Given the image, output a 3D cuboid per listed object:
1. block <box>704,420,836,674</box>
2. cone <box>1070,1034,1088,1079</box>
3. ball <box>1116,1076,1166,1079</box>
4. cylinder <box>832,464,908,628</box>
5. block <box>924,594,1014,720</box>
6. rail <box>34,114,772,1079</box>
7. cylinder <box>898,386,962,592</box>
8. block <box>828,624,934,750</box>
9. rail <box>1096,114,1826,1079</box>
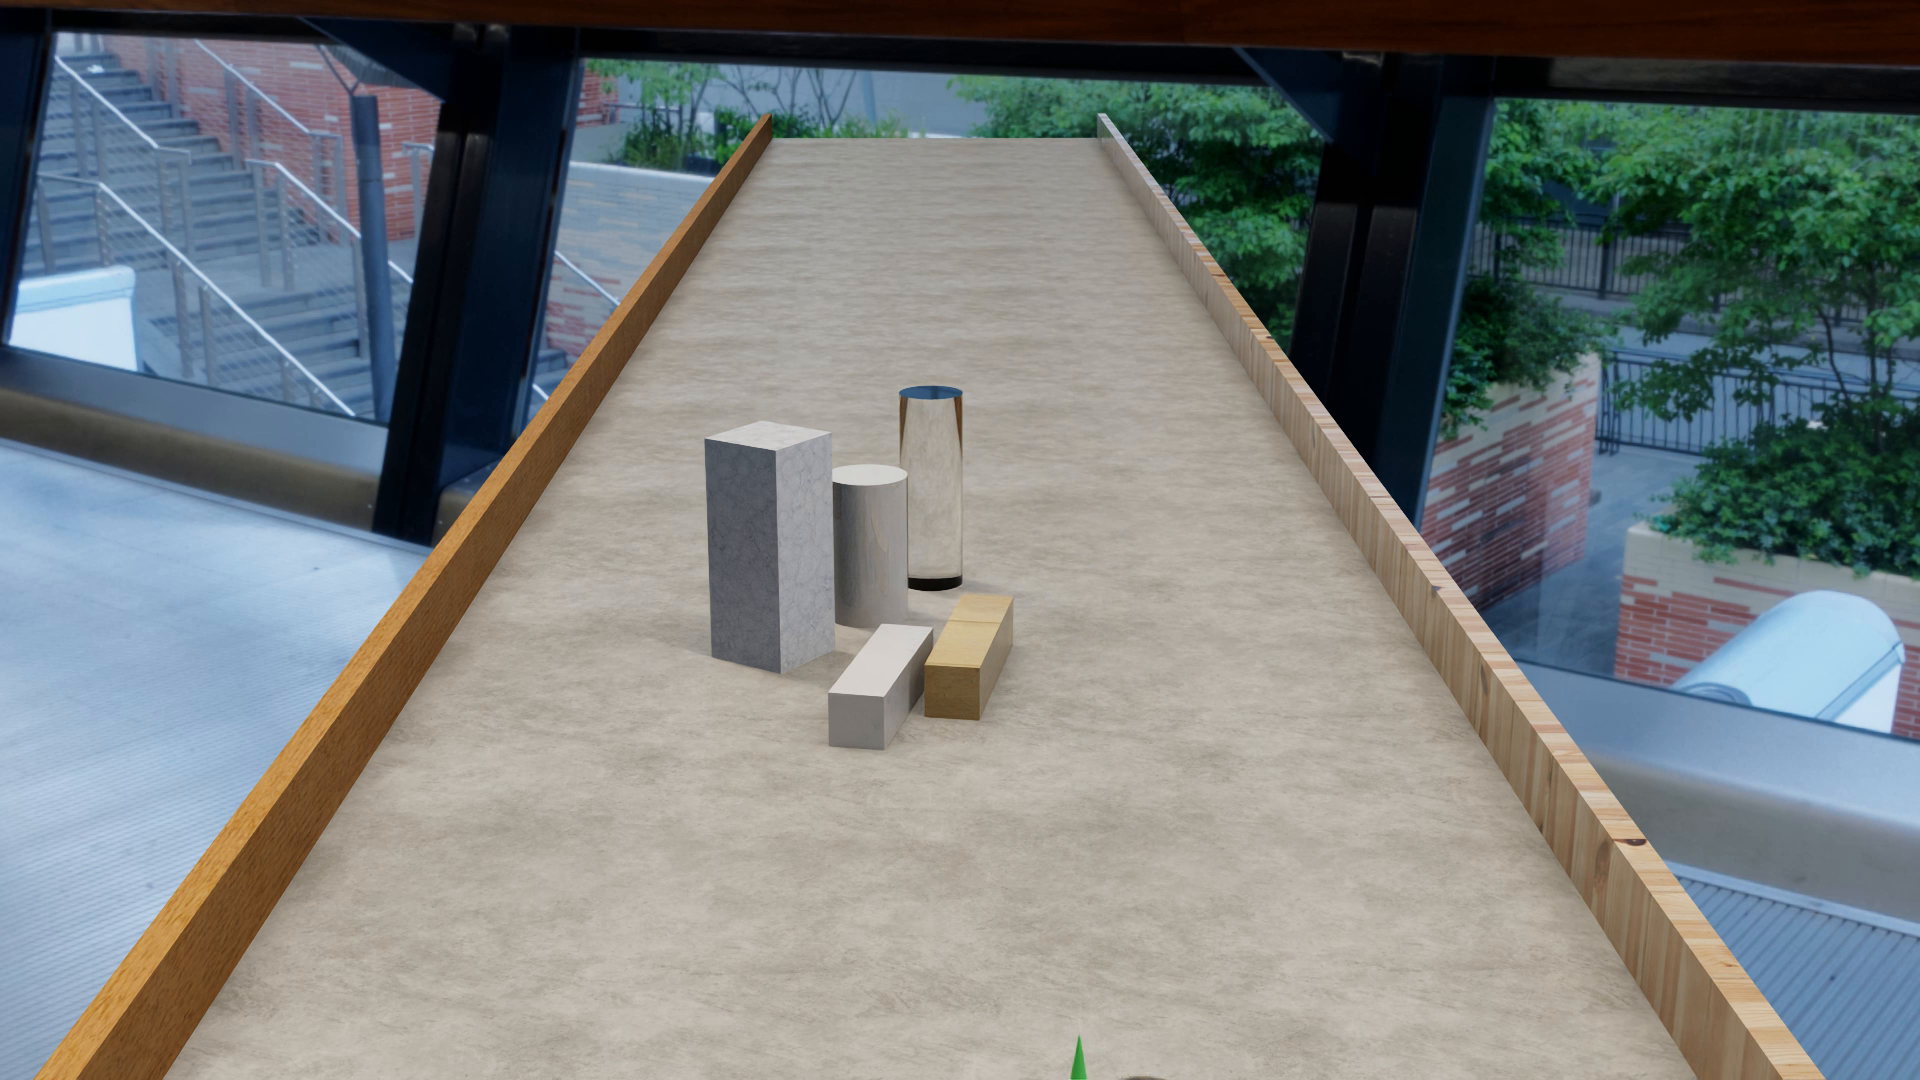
[{"bbox_3d":[-0.377,0.012,4.390,0.178,0.455,0.178,11,20,32],"label":"block"},{"bbox_3d":[0.119,0.679,2.252,0.124,0.394,0.124,0,17,0],"label":"cone"},{"bbox_3d":[0.202,0.711,2.423,0.235,0.235,0.235,0,17,0],"label":"ball"},{"bbox_3d":[-0.196,0.012,4.645,0.172,0.310,0.172,0,17,0],"label":"cylinder"},{"bbox_3d":[0.021,0.223,4.295,0.104,0.104,0.435,3,17,9],"label":"block"},{"bbox_3d":[-1.118,-0.838,7.780,0.050,0.150,12.000,0,17,-1],"label":"rail"},{"bbox_3d":[-0.063,-0.114,4.852,0.139,0.432,0.139,0,17,0],"label":"cylinder"},{"bbox_3d":[-0.145,0.271,4.133,0.104,0.104,0.392,4,17,12],"label":"block"},{"bbox_3d":[0.932,-0.844,7.801,0.050,0.150,12.000,0,17,-1],"label":"rail"}]
